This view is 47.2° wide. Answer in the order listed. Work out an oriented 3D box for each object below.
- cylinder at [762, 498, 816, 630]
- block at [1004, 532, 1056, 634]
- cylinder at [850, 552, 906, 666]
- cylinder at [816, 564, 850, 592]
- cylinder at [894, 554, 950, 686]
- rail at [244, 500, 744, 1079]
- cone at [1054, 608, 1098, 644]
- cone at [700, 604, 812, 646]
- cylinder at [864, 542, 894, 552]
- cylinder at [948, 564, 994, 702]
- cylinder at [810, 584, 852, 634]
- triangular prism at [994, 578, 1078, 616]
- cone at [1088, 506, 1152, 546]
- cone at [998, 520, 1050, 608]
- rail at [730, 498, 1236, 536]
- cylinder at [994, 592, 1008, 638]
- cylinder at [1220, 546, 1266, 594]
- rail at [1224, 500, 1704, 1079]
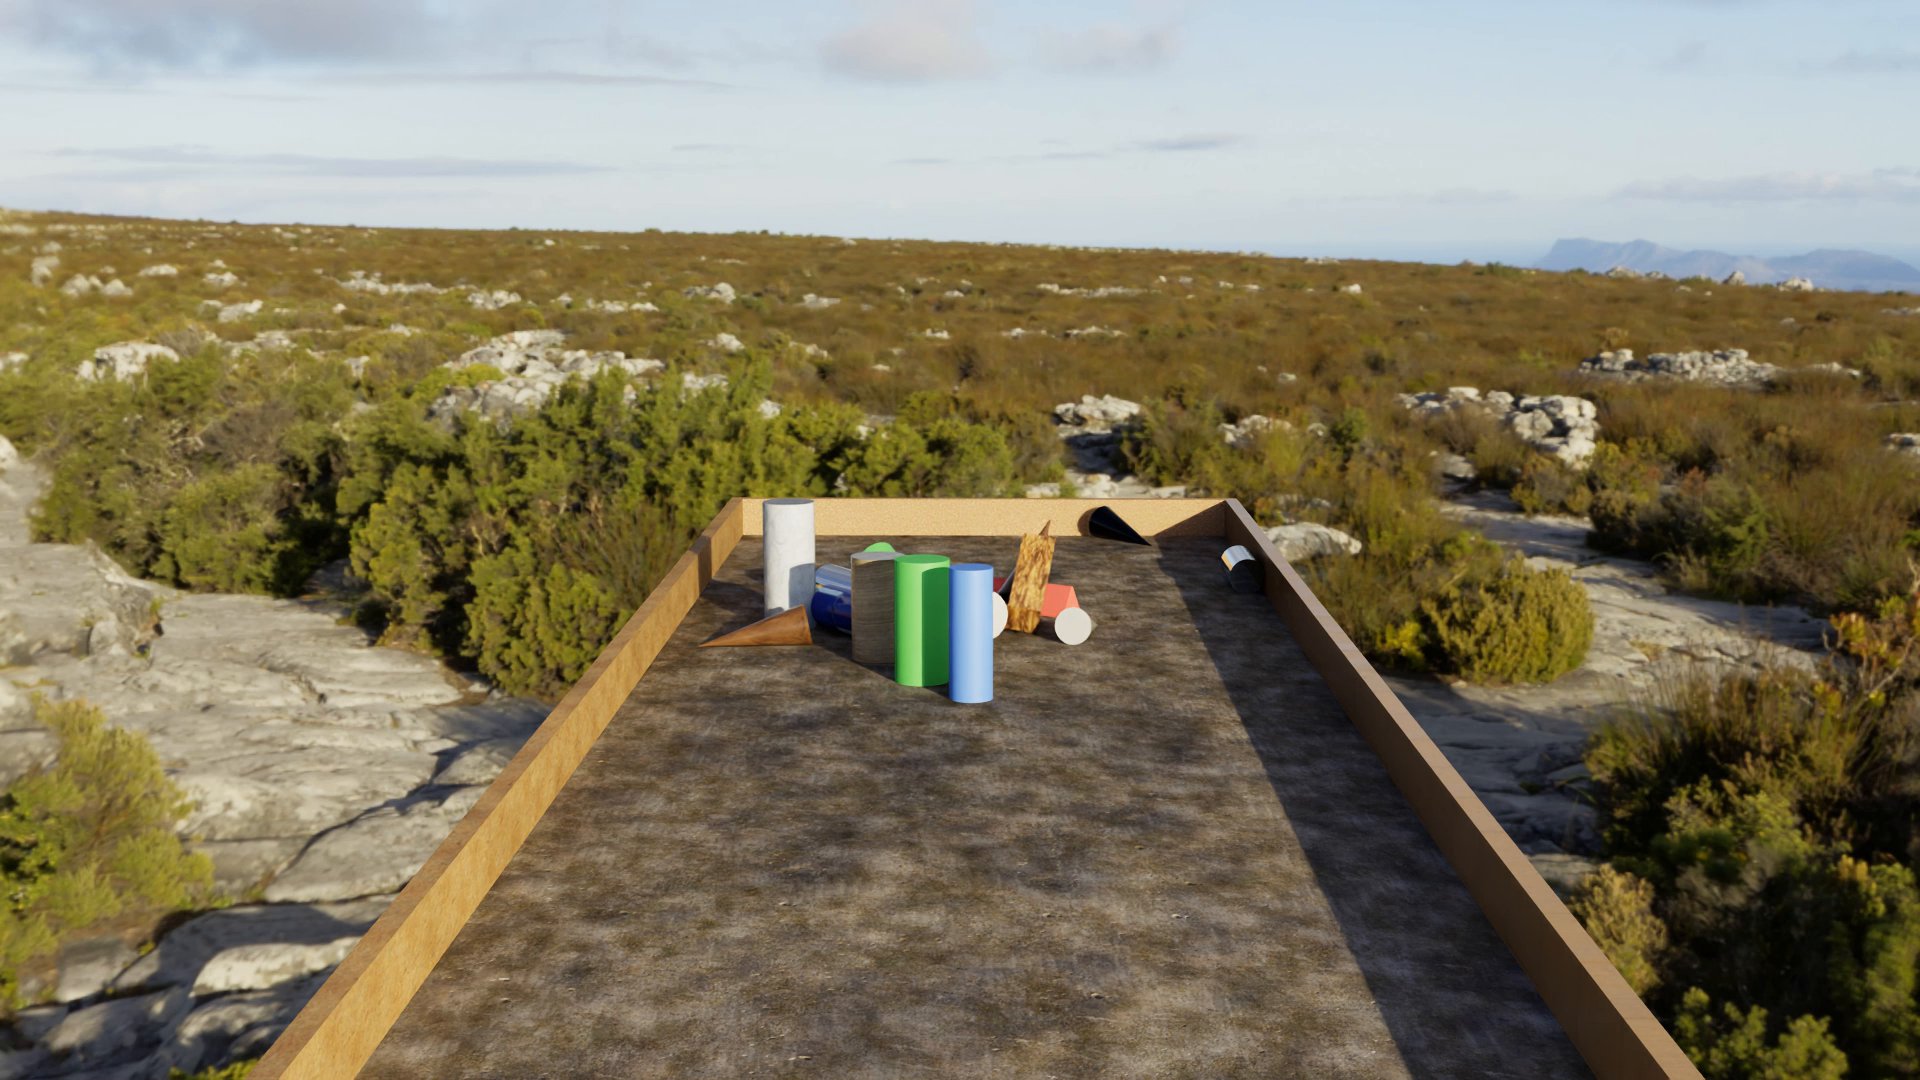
[{"bbox_3d":[-0.558,0.079,7.185,0.169,0.413,0.169,0,9,0],"label":"cylinder"},{"bbox_3d":[0.229,0.139,7.174,0.108,0.108,0.338,11,45,2],"label":"block"},{"bbox_3d":[-0.248,0.206,6.686,0.166,0.321,0.166,0,9,0],"label":"cylinder"},{"bbox_3d":[-0.356,0.179,7.420,0.145,0.145,0.370,-5,10,-31],"label":"cylinder"},{"bbox_3d":[-0.110,0.232,6.397,0.162,0.359,0.162,0,9,0],"label":"cylinder"},{"bbox_3d":[-1.004,0.839,3.234,0.050,0.150,12.000,0,9,1],"label":"rail"},{"bbox_3d":[0.405,0.276,7.084,0.118,0.118,0.330,3,-1,17],"label":"cone"},{"bbox_3d":[-0.652,0.299,6.907,0.360,0.135,0.135,-12,10,-4],"label":"cone"},{"bbox_3d":[-0.201,0.159,7.125,0.130,0.130,0.328,-6,40,-32],"label":"cylinder"},{"bbox_3d":[0.031,0.260,6.171,0.124,0.374,0.124,0,9,0],"label":"cylinder"},{"bbox_3d":[-0.304,0.241,7.029,0.144,0.144,0.421,-6,11,-36],"label":"cylinder"},{"bbox_3d":[0.219,0.188,7.496,0.377,0.098,0.113,6,11,33],"label":"triangular prism"},{"bbox_3d":[0.678,-0.026,8.961,0.136,0.136,0.310,-7,24,-39],"label":"cone"},{"bbox_3d":[0.244,0.072,7.371,0.146,0.146,0.394,5,52,27],"label":"cone"},{"bbox_3d":[0.099,-0.098,9.147,2.100,0.150,0.050,0,9,1],"label":"rail"},{"bbox_3d":[0.005,0.214,7.129,0.167,0.167,0.373,-4,10,-22],"label":"cylinder"},{"bbox_3d":[1.020,0.106,7.935,0.127,0.127,0.302,0,9,1],"label":"cylinder"},{"bbox_3d":[1.046,0.843,3.208,0.050,0.150,12.000,0,9,1],"label":"rail"}]
